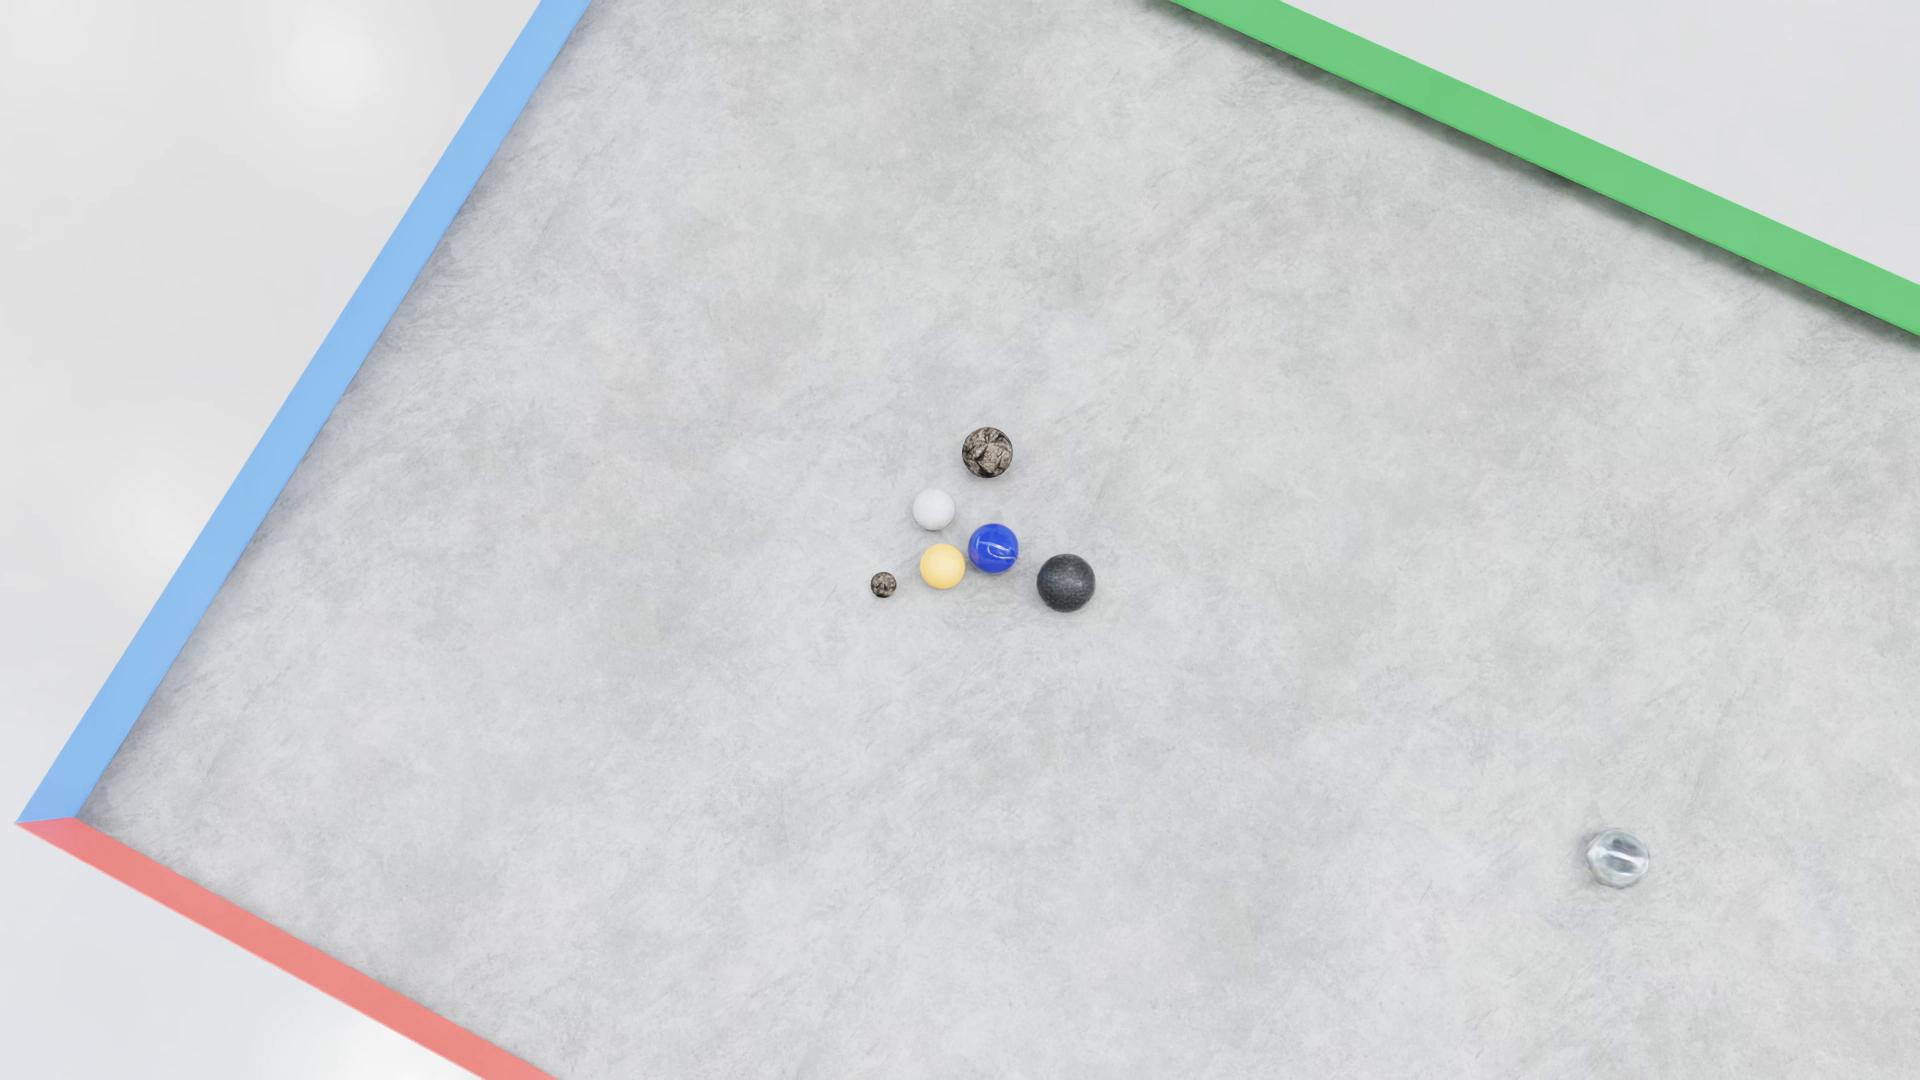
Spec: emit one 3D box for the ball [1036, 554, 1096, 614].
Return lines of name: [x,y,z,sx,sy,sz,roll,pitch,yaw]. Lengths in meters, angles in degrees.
ball: [0.162,0.066,3.347,0.092,0.092,0.092,0,73,0]

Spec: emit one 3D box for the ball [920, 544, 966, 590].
ball: [-0.027,0.040,3.366,0.070,0.070,0.070,0,73,0]

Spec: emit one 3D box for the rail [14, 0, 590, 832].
rail: [-0.875,-0.436,3.483,0.045,0.119,2.049,26,75,8]

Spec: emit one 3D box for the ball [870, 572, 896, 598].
ball: [-0.117,0.069,3.373,0.040,0.040,0.040,0,73,0]

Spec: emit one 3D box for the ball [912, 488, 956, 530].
ball: [-0.040,-0.048,3.395,0.066,0.066,0.066,0,73,0]

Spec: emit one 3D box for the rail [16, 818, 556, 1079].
rail: [0.440,1.285,2.963,4.028,0.119,0.045,26,75,8]

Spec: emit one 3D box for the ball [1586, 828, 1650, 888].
ball: [0.966,0.467,3.227,0.089,0.089,0.089,0,73,0]

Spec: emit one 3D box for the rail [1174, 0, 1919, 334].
rail: [1.353,-0.421,3.478,4.028,0.119,0.045,26,75,8]

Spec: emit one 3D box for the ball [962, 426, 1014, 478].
ball: [0.043,-0.136,3.414,0.080,0.080,0.080,0,73,0]

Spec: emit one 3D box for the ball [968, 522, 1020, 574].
ball: [0.051,0.013,3.369,0.079,0.079,0.079,0,73,0]
